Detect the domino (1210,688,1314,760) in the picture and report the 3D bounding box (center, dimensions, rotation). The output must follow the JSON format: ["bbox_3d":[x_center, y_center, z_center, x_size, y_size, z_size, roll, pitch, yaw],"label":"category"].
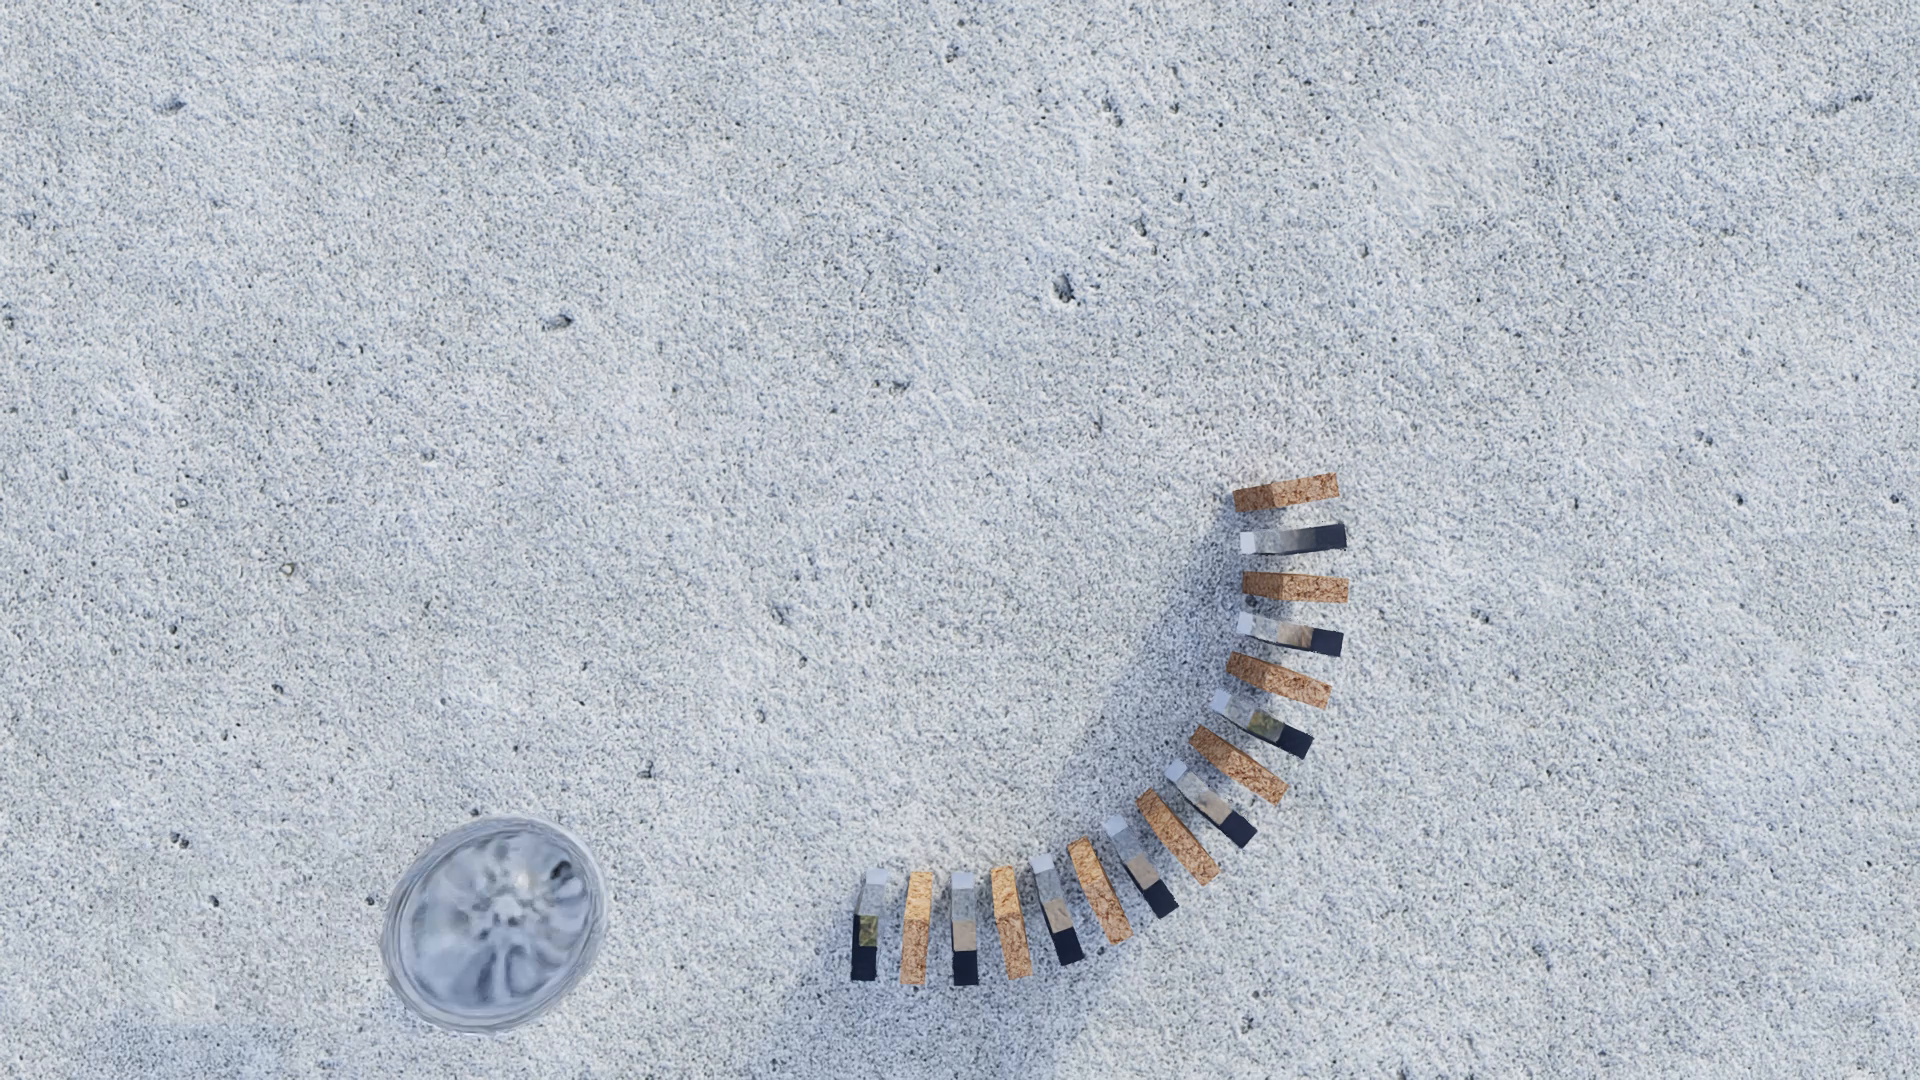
[{"bbox_3d":[0.122,0.074,0.375,0.025,0.050,0.010,25,90,0],"label":"domino"}]

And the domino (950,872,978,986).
[{"bbox_3d":[0.002,0.158,0.375,0.009,0.050,0.025,-3,90,0],"label":"domino"}]

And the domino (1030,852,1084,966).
[{"bbox_3d":[0.039,0.150,0.375,0.009,0.050,0.025,-20,90,0],"label":"domino"}]

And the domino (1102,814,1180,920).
[{"bbox_3d":[0.073,0.132,0.375,0.009,0.050,0.025,-35,90,0],"label":"domino"}]

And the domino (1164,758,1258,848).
[{"bbox_3d":[0.101,0.107,0.375,0.025,0.050,0.010,40,90,0],"label":"domino"}]

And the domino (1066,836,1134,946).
[{"bbox_3d":[0.057,0.142,0.375,0.010,0.050,0.025,-27,90,0],"label":"domino"}]

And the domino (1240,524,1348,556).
[{"bbox_3d":[0.135,0.000,0.375,0.025,0.050,0.009,-7,90,0],"label":"domino"}]

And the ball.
[{"bbox_3d":[-0.181,0.149,0.360,0.080,0.080,0.080,0,90,0],"label":"ball"}]

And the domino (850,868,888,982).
[{"bbox_3d":[-0.037,0.156,0.375,0.009,0.050,0.025,3,90,0],"label":"domino"}]

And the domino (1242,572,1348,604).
[{"bbox_3d":[0.136,0.019,0.375,0.025,0.050,0.009,3,90,0],"label":"domino"}]

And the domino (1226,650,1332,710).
[{"bbox_3d":[0.129,0.057,0.375,0.025,0.050,0.010,18,90,0],"label":"domino"}]

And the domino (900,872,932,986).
[{"bbox_3d":[-0.017,0.157,0.375,0.010,0.050,0.025,4,90,0],"label":"domino"}]

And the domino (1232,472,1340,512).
[{"bbox_3d":[0.132,-0.019,0.375,0.025,0.050,0.009,-10,90,0],"label":"domino"}]

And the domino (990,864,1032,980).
[{"bbox_3d":[0.021,0.155,0.375,0.009,0.050,0.025,-12,90,0],"label":"domino"}]

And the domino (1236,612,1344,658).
[{"bbox_3d":[0.134,0.038,0.375,0.025,0.050,0.010,10,90,0],"label":"domino"}]

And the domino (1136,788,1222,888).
[{"bbox_3d":[0.088,0.120,0.375,0.010,0.050,0.025,-42,90,0],"label":"domino"}]

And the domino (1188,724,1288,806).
[{"bbox_3d":[0.113,0.091,0.375,0.025,0.050,0.009,33,90,0],"label":"domino"}]
